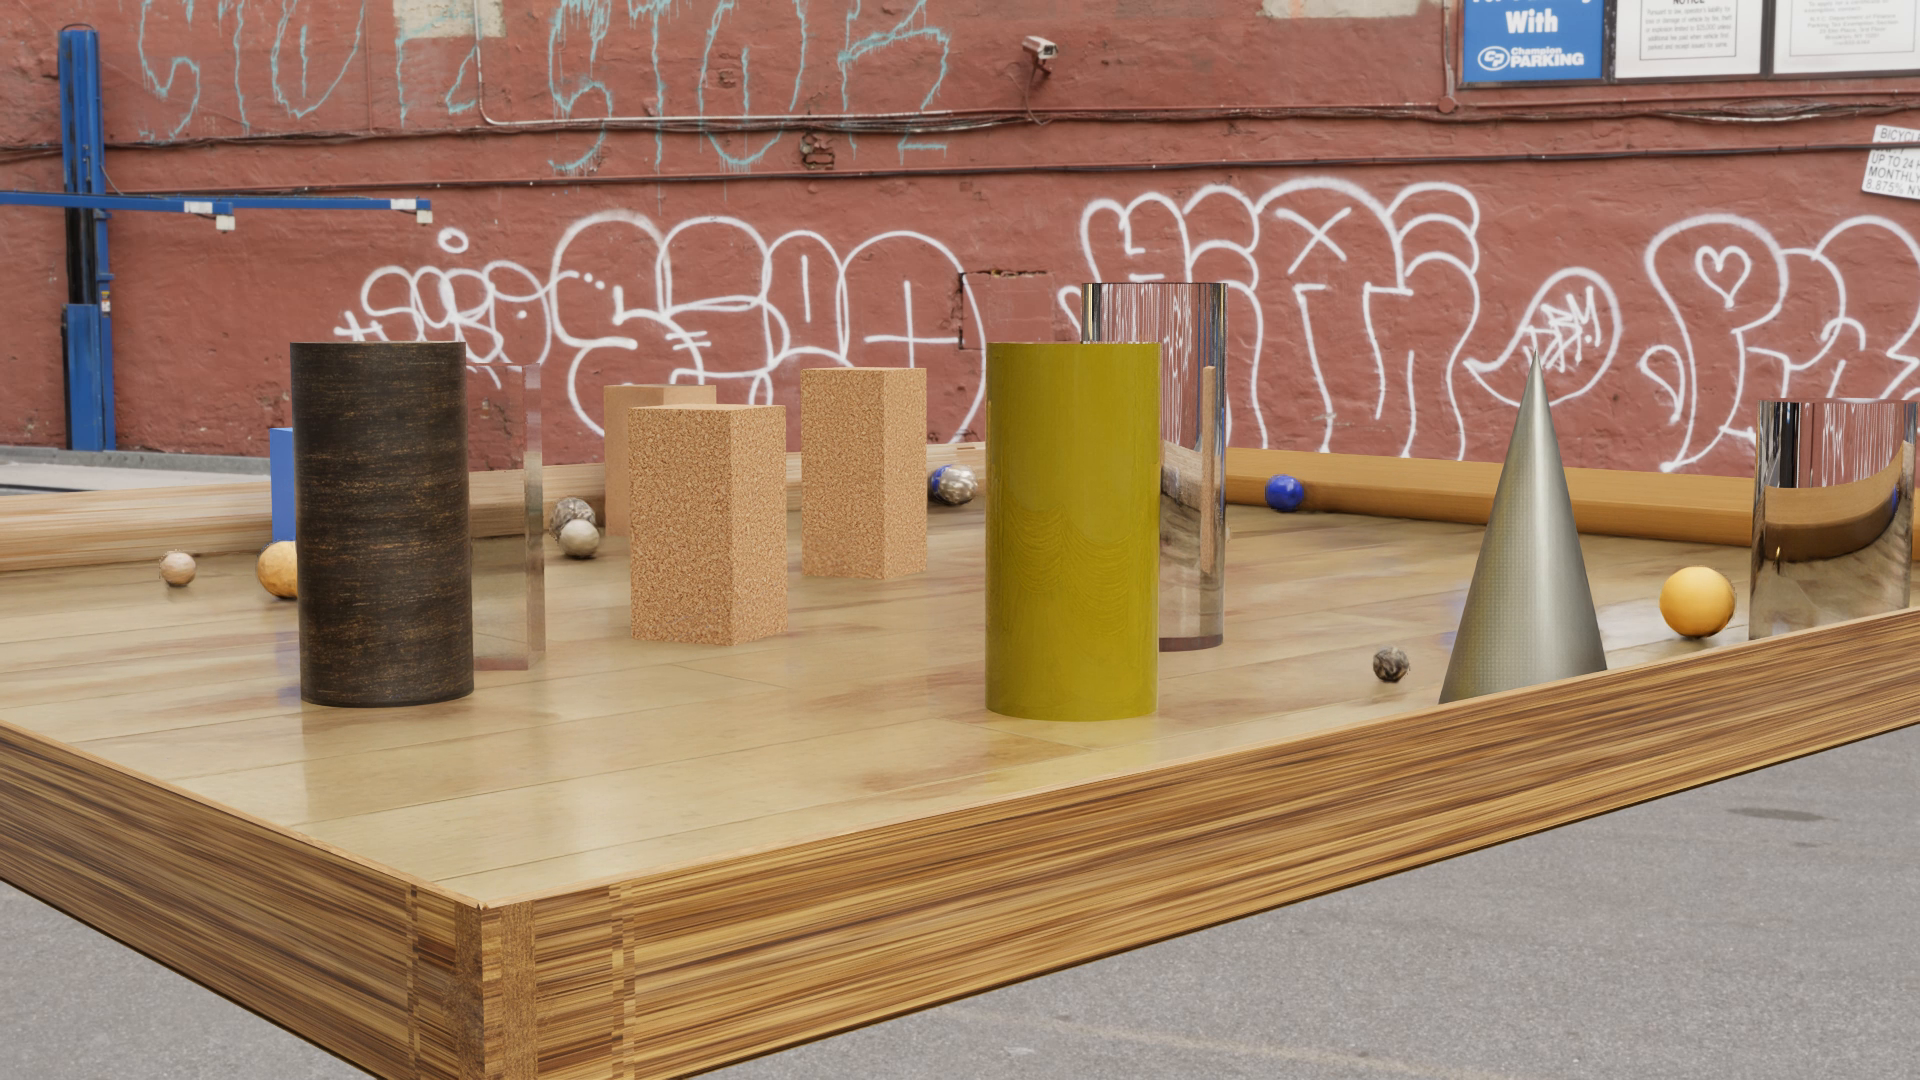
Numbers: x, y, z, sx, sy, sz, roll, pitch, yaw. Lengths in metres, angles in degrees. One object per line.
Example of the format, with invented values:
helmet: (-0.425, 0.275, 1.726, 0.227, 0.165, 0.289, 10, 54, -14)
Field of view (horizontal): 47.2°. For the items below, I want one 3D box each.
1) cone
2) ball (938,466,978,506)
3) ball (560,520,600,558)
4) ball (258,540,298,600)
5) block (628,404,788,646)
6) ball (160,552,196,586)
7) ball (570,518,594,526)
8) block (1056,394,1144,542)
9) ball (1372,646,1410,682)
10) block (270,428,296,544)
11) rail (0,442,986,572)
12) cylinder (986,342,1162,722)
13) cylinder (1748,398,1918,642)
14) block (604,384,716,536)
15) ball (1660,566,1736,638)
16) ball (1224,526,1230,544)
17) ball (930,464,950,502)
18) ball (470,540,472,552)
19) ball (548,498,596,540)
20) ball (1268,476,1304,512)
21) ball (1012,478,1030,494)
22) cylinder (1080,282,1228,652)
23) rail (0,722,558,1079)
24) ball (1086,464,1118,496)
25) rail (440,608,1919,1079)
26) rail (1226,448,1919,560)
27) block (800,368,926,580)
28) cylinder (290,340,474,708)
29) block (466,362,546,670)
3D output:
cone: (0.614, -0.005, 2.363, 0.196, 0.407, 0.196, 0, 6, 0)
ball: (-0.004, -0.125, 5.027, 0.091, 0.091, 0.091, 0, 6, 0)
ball: (-0.683, -0.001, 3.944, 0.070, 0.070, 0.070, 0, 6, 0)
ball: (-1.037, 0.046, 3.395, 0.090, 0.090, 0.090, 0, 6, 0)
block: (-0.343, -0.025, 3.007, 0.157, 0.313, 0.157, 3, 6, 23)
ball: (-1.261, 0.047, 3.550, 0.055, 0.055, 0.055, 0, 6, 0)
ball: (-0.695, -0.006, 4.015, 0.065, 0.065, 0.065, 0, 6, 0)
block: (0.270, -0.141, 4.282, 0.157, 0.278, 0.157, 0, 6, -1)
ball: (0.517, 0.149, 2.640, 0.043, 0.043, 0.043, 0, 6, 0)
block: (-1.110, -0.078, 3.875, 0.157, 0.236, 0.157, -4, 7, -35)
rail: (-0.945, -0.073, 4.350, 3.310, 0.127, 0.045, -5, 8, -42)
cylinder: (0.126, -0.016, 2.462, 0.196, 0.408, 0.196, 0, 6, 0)
cylinder: (1.140, -0.019, 2.876, 0.196, 0.327, 0.196, 0, 6, 0)
block: (-0.594, -0.159, 4.370, 0.157, 0.295, 0.157, 4, 7, 33)
ball: (1.002, 0.085, 2.988, 0.098, 0.098, 0.098, 0, 6, 0)
ball: (0.492, -0.011, 4.178, 0.042, 0.042, 0.042, 0, 6, 0)
ball: (-0.026, -0.132, 5.112, 0.086, 0.086, 0.086, 0, 6, 0)
ball: (-0.897, 0.010, 3.932, 0.049, 0.049, 0.049, 0, 6, 0)
ball: (-0.738, -0.036, 4.187, 0.088, 0.088, 0.088, 0, 6, 0)
ball: (0.720, -0.103, 4.867, 0.080, 0.080, 0.080, 0, 6, 0)
ball: (0.147, -0.132, 5.332, 0.041, 0.041, 0.041, 0, 6, 0)
cylinder: (0.258, -0.102, 2.943, 0.196, 0.479, 0.196, 0, 6, 0)
rail: (-1.199, 0.148, 2.232, 0.045, 0.127, 2.833, -5, 8, -42)
ball: (0.343, -0.144, 5.279, 0.076, 0.076, 0.076, 0, 6, 0)
rail: (0.945, 0.140, 2.314, 3.310, 0.127, 0.045, -5, 8, -42)
rail: (1.199, -0.082, 4.432, 0.045, 0.127, 2.833, -5, 8, -42)
block: (-0.162, -0.117, 3.724, 0.157, 0.346, 0.157, 3, 7, 25)
cylinder: (-0.667, -0.024, 2.542, 0.196, 0.408, 0.196, 0, 6, 0)
block: (-0.617, -0.033, 2.779, 0.157, 0.376, 0.157, 0, 6, -3)
